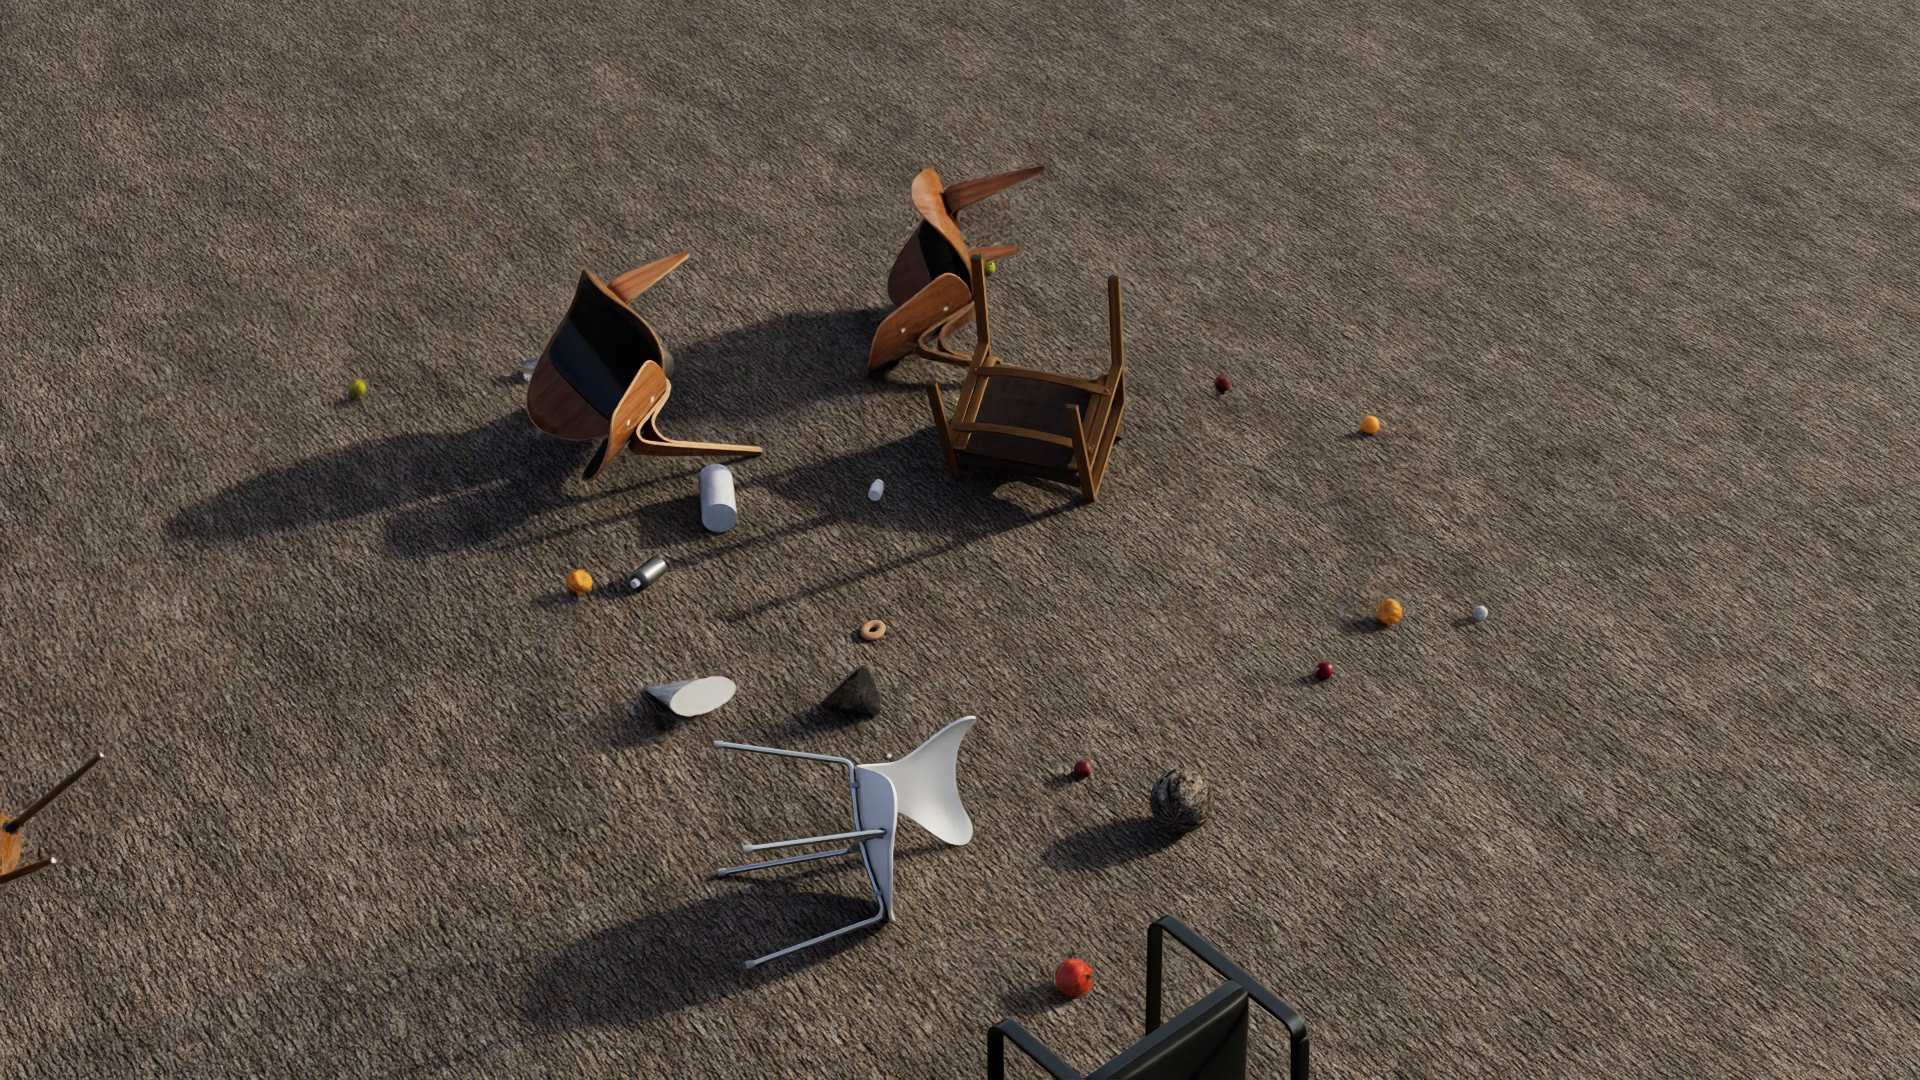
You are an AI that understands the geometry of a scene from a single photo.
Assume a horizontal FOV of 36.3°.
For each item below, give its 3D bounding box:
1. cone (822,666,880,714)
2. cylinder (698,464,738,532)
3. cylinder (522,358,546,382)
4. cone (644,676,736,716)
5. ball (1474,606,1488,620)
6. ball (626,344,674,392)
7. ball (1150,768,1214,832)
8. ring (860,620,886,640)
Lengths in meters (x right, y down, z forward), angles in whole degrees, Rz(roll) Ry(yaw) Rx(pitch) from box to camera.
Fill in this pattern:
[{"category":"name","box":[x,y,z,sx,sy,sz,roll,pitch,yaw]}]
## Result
[{"category":"cone","box":[-0.394,0.537,10.056,0.190,0.179,0.122,-14,18,26]},{"category":"cylinder","box":[-0.915,-0.158,11.068,0.132,0.128,0.282,19,28,-20]},{"category":"cylinder","box":[-1.735,-0.695,11.947,0.090,0.057,0.094,16,37,22]},{"category":"cone","box":[-0.986,0.524,10.081,0.276,0.122,0.330,5,11,37]},{"category":"ball","box":[1.864,0.260,10.503,0.051,0.051,0.051,0,33,0]},{"category":"ball","box":[-1.248,-0.698,11.828,0.193,0.193,0.193,0,33,0]},{"category":"ball","box":[0.718,0.842,9.478,0.207,0.207,0.207,0,33,0]},{"category":"ring","box":[-0.310,0.321,10.435,0.086,0.024,0.116,10,35,16]}]
